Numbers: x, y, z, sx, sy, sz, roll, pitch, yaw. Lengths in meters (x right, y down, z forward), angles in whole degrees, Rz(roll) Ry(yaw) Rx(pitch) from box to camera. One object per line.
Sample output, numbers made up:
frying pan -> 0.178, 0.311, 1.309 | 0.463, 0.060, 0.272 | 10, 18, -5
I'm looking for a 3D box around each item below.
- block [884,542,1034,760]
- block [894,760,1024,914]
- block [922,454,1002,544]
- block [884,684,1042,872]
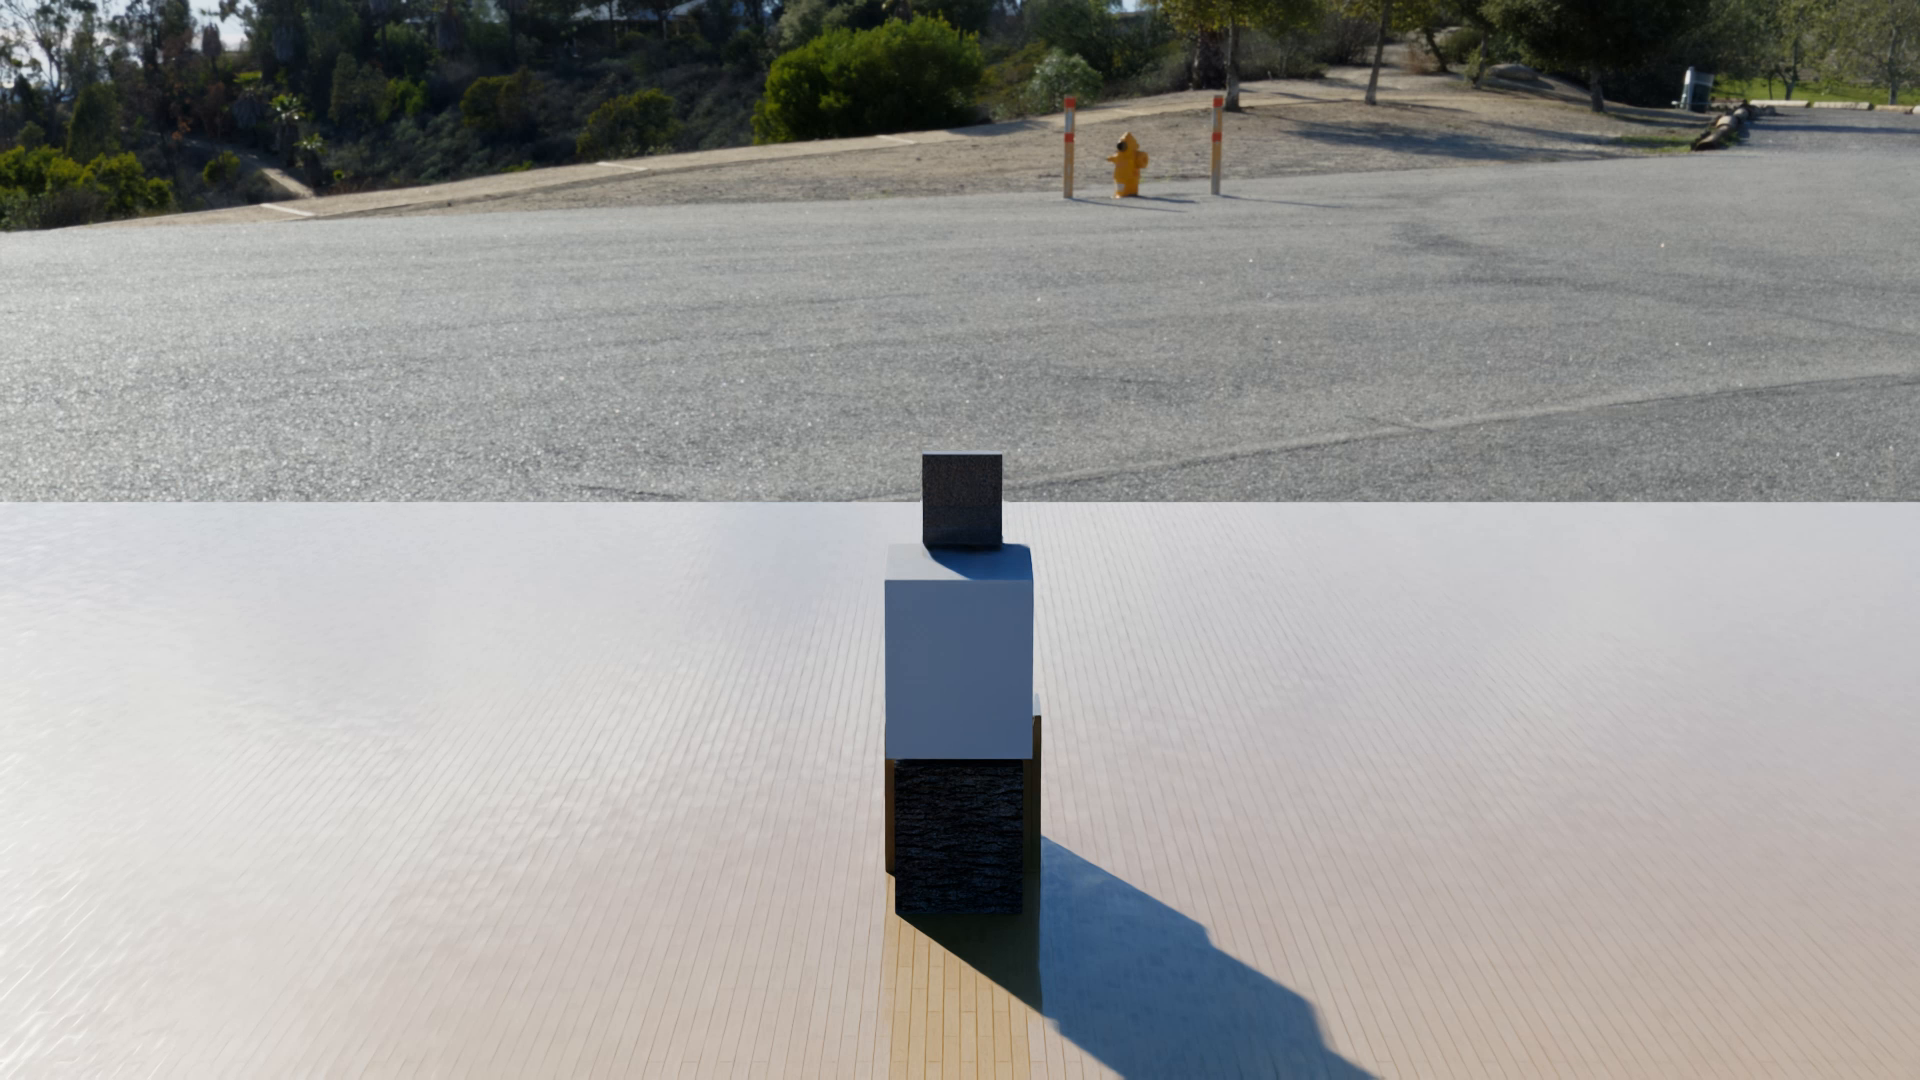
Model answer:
block -> -0.004, 0.465, 10.950 | 0.616, 0.777, 0.612 | 0, 14, 0
block -> -0.005, 1.215, 11.089 | 0.540, 0.641, 0.576 | 0, 10, 0
block -> 0.010, -0.179, 11.120 | 0.341, 0.384, 0.365 | 0, 2, 0
block -> 0.013, 1.071, 11.673 | 0.693, 0.716, 0.604 | 0, 10, 0
